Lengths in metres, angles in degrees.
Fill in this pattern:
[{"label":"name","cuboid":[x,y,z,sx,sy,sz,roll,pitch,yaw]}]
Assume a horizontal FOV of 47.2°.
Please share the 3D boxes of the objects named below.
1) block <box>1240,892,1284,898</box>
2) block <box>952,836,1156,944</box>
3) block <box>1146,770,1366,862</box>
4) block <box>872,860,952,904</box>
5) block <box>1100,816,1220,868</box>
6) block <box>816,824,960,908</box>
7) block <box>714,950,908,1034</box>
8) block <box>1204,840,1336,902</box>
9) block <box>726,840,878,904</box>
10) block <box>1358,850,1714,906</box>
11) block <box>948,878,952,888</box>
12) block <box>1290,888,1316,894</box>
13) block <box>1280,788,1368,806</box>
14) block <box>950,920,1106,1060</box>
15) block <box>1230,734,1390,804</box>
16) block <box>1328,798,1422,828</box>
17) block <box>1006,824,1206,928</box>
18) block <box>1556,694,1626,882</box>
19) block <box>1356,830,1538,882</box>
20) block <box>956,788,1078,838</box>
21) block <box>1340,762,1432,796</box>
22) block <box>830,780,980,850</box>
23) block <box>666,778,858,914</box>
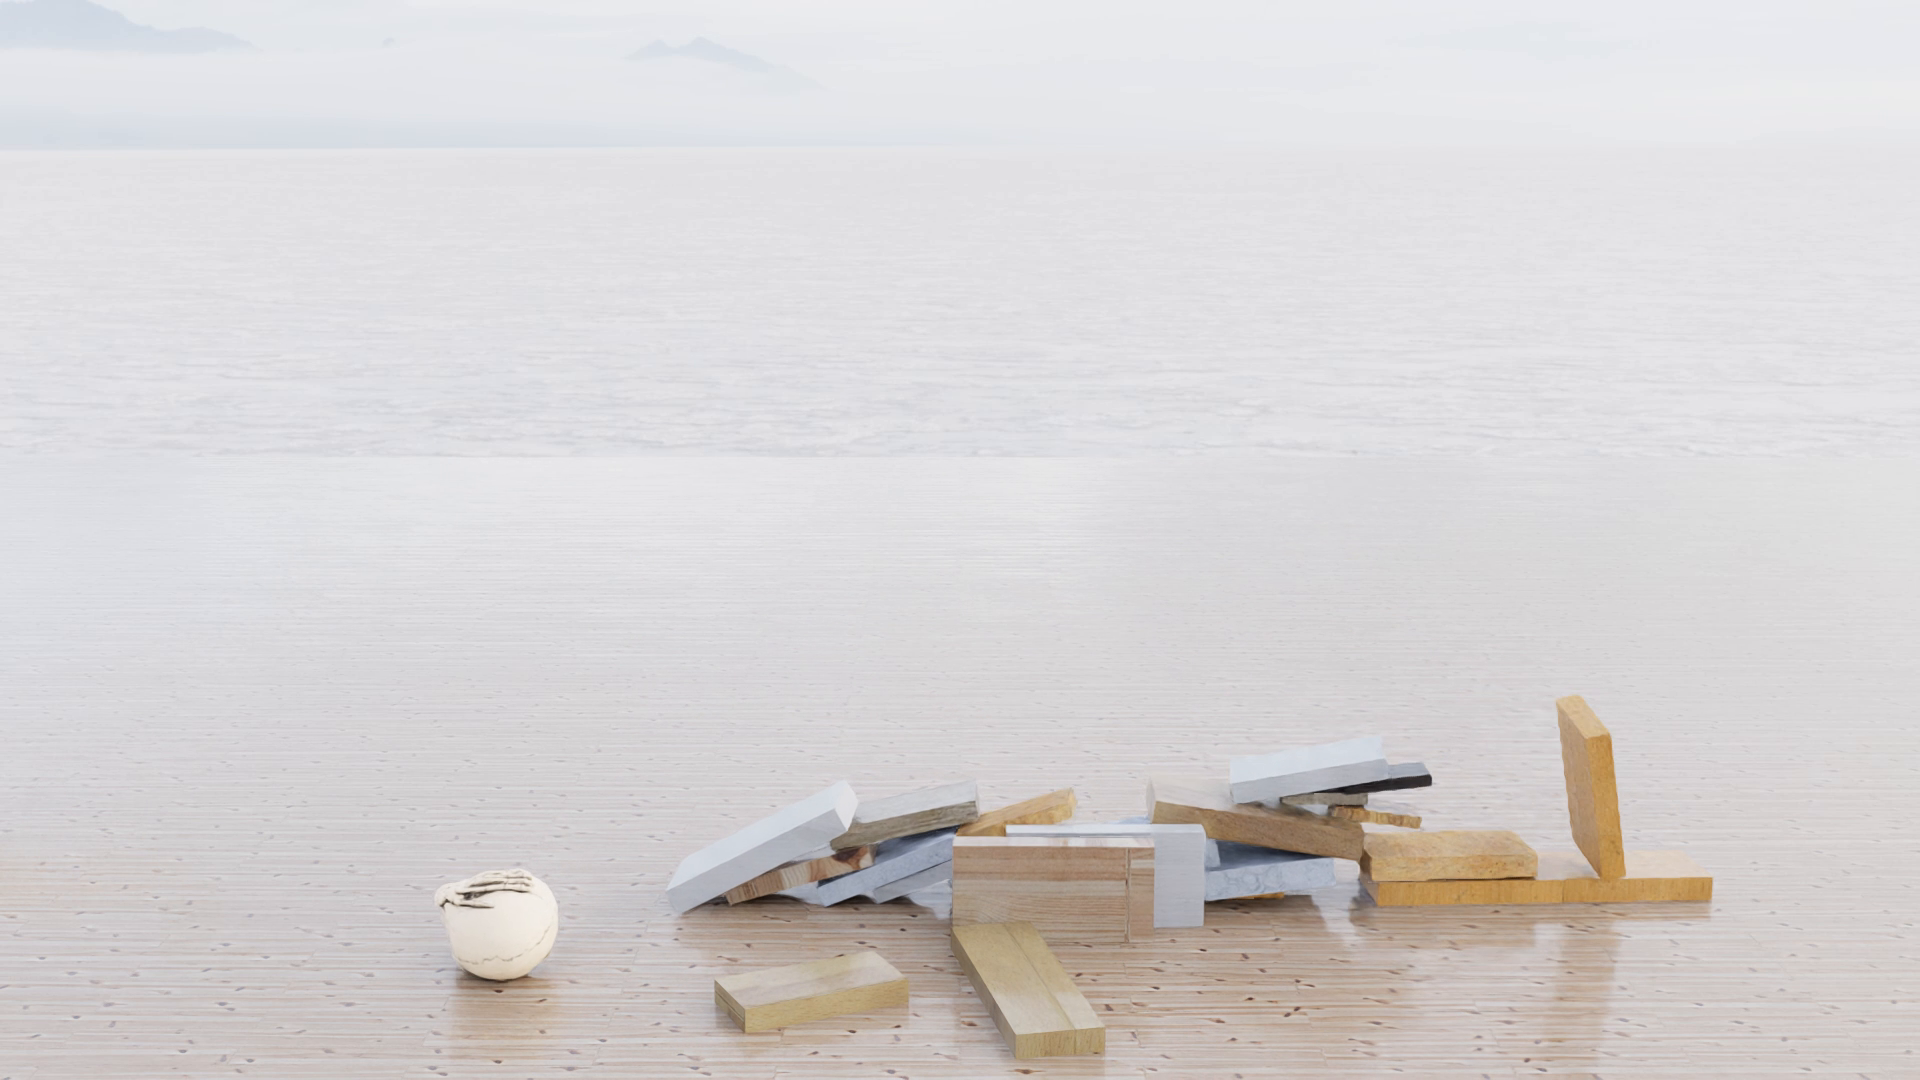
[{"label":"block","cuboid":[0.490,0.583,3.670,0.095,0.013,0.047,0,11,0]},{"label":"block","cuboid":[0.147,0.550,3.456,0.314,0.157,0.044,0,11,1]},{"label":"block","cuboid":[0.484,0.455,3.637,0.342,0.048,0.171,9,11,0]},{"label":"block","cuboid":[-0.045,0.540,3.636,0.192,0.027,0.096,-22,9,17]},{"label":"block","cuboid":[0.249,0.519,3.657,0.342,0.048,0.171,-10,11,1]},{"label":"block","cuboid":[-0.111,0.529,3.648,0.247,0.035,0.124,-22,9,7]},{"label":"block","cuboid":[-0.216,0.657,3.208,0.254,0.036,0.127,-5,12,-26]},{"label":"block","cuboid":[0.439,0.543,3.655,0.342,0.048,0.171,-7,11,2]},{"label":"block","cuboid":[-0.263,0.538,3.660,0.248,0.035,0.124,-16,9,4]},{"label":"block","cuboid":[0.962,0.566,3.690,0.559,0.039,0.138,-1,11,-3]},{"label":"block","cuboid":[0.068,0.515,3.652,0.192,0.027,0.096,-35,9,9]},{"label":"block","cuboid":[0.542,0.570,3.668,0.095,0.013,0.047,7,11,0]},{"label":"block","cuboid":[0.600,0.417,3.641,0.142,0.020,0.071,1,11,3]},{"label":"block","cuboid":[0.093,0.654,3.227,0.127,0.036,0.425,-2,11,-12]},{"label":"block","cuboid":[0.575,0.379,3.634,0.254,0.036,0.127,-11,11,9]},{"label":"block","cuboid":[0.685,0.448,3.636,0.142,0.020,0.071,7,11,0]},{"label":"block","cuboid":[0.231,0.537,3.520,0.314,0.157,0.044,0,10,-1]},{"label":"block","cuboid":[1.039,0.408,3.622,0.039,0.276,0.138,-14,24,-1]},{"label":"block","cuboid":[0.807,0.527,3.678,0.276,0.039,0.138,-1,9,-4]},{"label":"block","cuboid":[0.093,0.455,3.587,0.192,0.027,0.096,-18,6,9]},{"label":"block","cuboid":[0.698,0.392,3.622,0.142,0.020,0.071,-6,11,1]},{"label":"block","cuboid":[-0.092,0.456,3.654,0.248,0.035,0.124,-12,9,3]},{"label":"block","cuboid":[-0.324,0.503,3.619,0.314,0.044,0.157,-27,8,9]}]
